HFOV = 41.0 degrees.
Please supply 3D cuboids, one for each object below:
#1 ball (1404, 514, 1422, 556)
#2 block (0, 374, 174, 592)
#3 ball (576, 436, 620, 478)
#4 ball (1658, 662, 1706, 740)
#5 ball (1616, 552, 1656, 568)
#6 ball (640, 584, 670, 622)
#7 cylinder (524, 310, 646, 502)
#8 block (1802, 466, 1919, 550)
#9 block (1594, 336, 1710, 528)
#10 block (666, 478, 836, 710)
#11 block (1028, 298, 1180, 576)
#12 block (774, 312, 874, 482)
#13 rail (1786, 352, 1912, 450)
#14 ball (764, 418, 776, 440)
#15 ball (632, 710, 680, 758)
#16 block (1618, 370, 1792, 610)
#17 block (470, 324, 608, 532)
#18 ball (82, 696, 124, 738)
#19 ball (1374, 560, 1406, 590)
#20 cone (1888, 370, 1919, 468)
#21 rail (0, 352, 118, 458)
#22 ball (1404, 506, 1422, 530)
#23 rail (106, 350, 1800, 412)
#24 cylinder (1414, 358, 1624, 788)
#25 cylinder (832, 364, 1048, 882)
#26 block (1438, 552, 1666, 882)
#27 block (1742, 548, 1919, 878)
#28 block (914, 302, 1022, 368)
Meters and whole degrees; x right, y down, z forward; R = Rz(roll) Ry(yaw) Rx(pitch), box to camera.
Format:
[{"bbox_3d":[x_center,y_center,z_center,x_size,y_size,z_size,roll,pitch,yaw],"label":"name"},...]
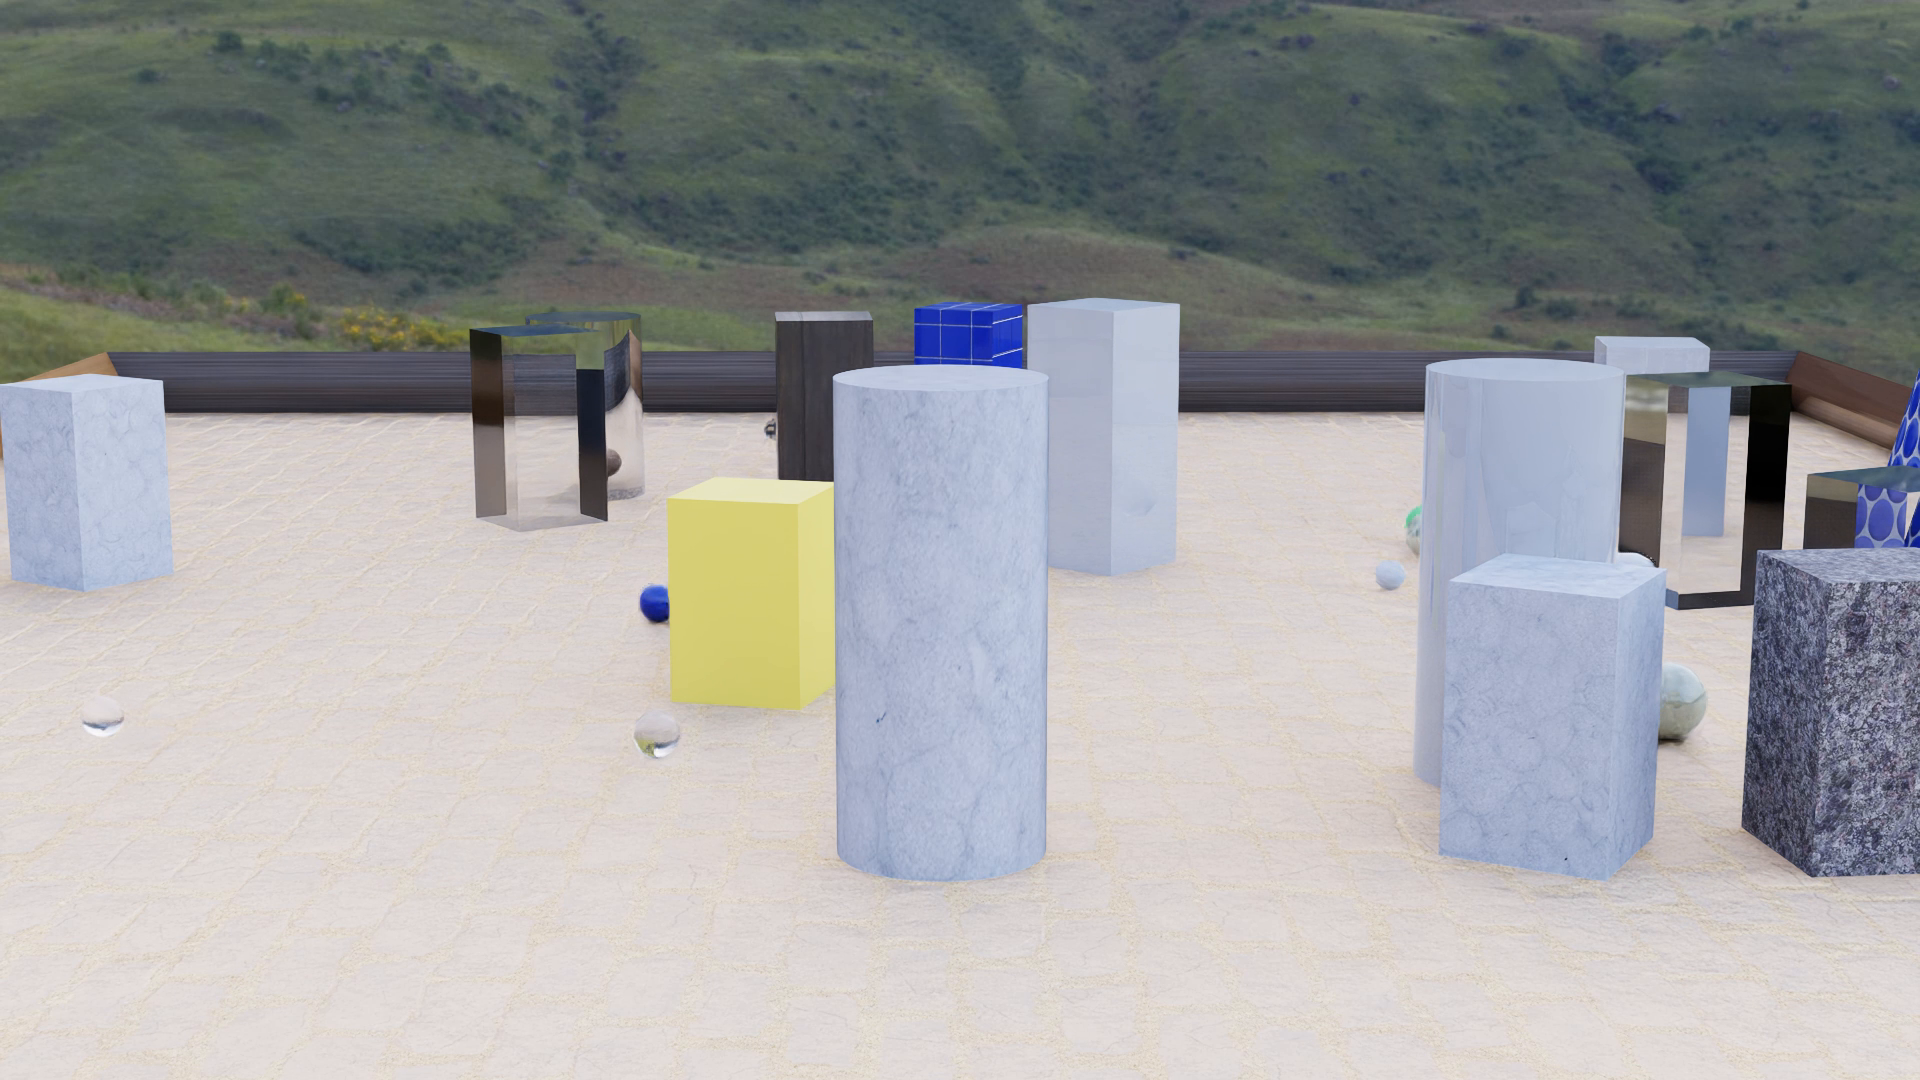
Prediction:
[{"bbox_3d":[0.699,-0.007,3.827,0.070,0.070,0.070,0,10,0],"label":"ball"},{"bbox_3d":[-1.249,-0.085,3.672,0.158,0.281,0.158,7,12,32],"label":"block"},{"bbox_3d":[-0.646,-0.149,4.579,0.076,0.076,0.076,0,10,0],"label":"ball"},{"bbox_3d":[0.773,0.175,2.805,0.085,0.085,0.085,0,10,0],"label":"ball"},{"bbox_3d":[0.886,0.060,3.409,0.090,0.090,0.090,0,10,0],"label":"ball"},{"bbox_3d":[-0.399,0.083,3.396,0.051,0.051,0.051,0,10,0],"label":"ball"},{"bbox_3d":[-0.641,-0.231,4.393,0.197,0.305,0.197,0,10,0],"label":"cylinder"},{"bbox_3d":[1.131,0.044,3.093,0.158,0.239,0.158,-5,12,-26],"label":"block"},{"bbox_3d":[1.107,-0.175,4.133,0.158,0.289,0.158,1,11,7],"label":"block"},{"bbox_3d":[-0.238,0.060,3.006,0.158,0.239,0.158,3,11,15],"label":"block"},{"bbox_3d":[0.210,-0.155,3.772,0.158,0.382,0.158,9,14,40],"label":"block"},{"bbox_3d":[-0.227,-0.217,4.290,0.158,0.315,0.158,-1,11,-5],"label":"block"},{"bbox_3d":[1.770,0.031,3.459,0.045,0.128,4.052,0,10,0],"label":"rail"},{"bbox_3d":[-0.363,-0.217,5.043,0.042,0.042,0.042,0,10,0],"label":"ball"},{"bbox_3d":[-0.323,0.207,2.730,0.051,0.051,0.051,0,10,0],"label":"ball"},{"bbox_3d":[1.023,-0.071,3.538,0.158,0.302,0.158,-3,11,-16],"label":"block"},{"bbox_3d":[-0.678,-0.184,4.131,0.158,0.309,0.158,-7,13,-35],"label":"block"},{"bbox_3d":[-0.941,0.194,2.814,0.044,0.044,0.044,0,10,0],"label":"ball"},{"bbox_3d":[0.604,0.049,3.603,0.042,0.042,0.042,0,10,0],"label":"ball"},{"bbox_3d":[1.433,-0.167,3.766,0.197,0.407,0.197,0,10,0],"label":"cone"},{"bbox_3d":[-1.770,0.035,3.439,0.045,0.128,4.052,0,10,0],"label":"rail"},{"bbox_3d":[0.713,-0.021,3.922,0.065,0.065,0.065,0,10,0],"label":"ball"},{"bbox_3d":[-0.012,-0.332,5.417,3.587,0.128,0.045,0,10,0],"label":"rail"},{"bbox_3d":[0.571,0.035,2.634,0.197,0.423,0.197,0,10,0],"label":"cylinder"},{"bbox_3d":[-0.017,0.071,2.373,0.197,0.446,0.197,0,10,0],"label":"cylinder"},{"bbox_3d":[0.555,0.161,2.399,0.158,0.261,0.158,6,12,30],"label":"block"},{"bbox_3d":[0.843,0.157,2.390,0.158,0.273,0.158,-1,11,-6],"label":"block"},{"bbox_3d":[0.017,-0.306,4.877,0.158,0.276,0.158,4,11,21],"label":"block"}]
